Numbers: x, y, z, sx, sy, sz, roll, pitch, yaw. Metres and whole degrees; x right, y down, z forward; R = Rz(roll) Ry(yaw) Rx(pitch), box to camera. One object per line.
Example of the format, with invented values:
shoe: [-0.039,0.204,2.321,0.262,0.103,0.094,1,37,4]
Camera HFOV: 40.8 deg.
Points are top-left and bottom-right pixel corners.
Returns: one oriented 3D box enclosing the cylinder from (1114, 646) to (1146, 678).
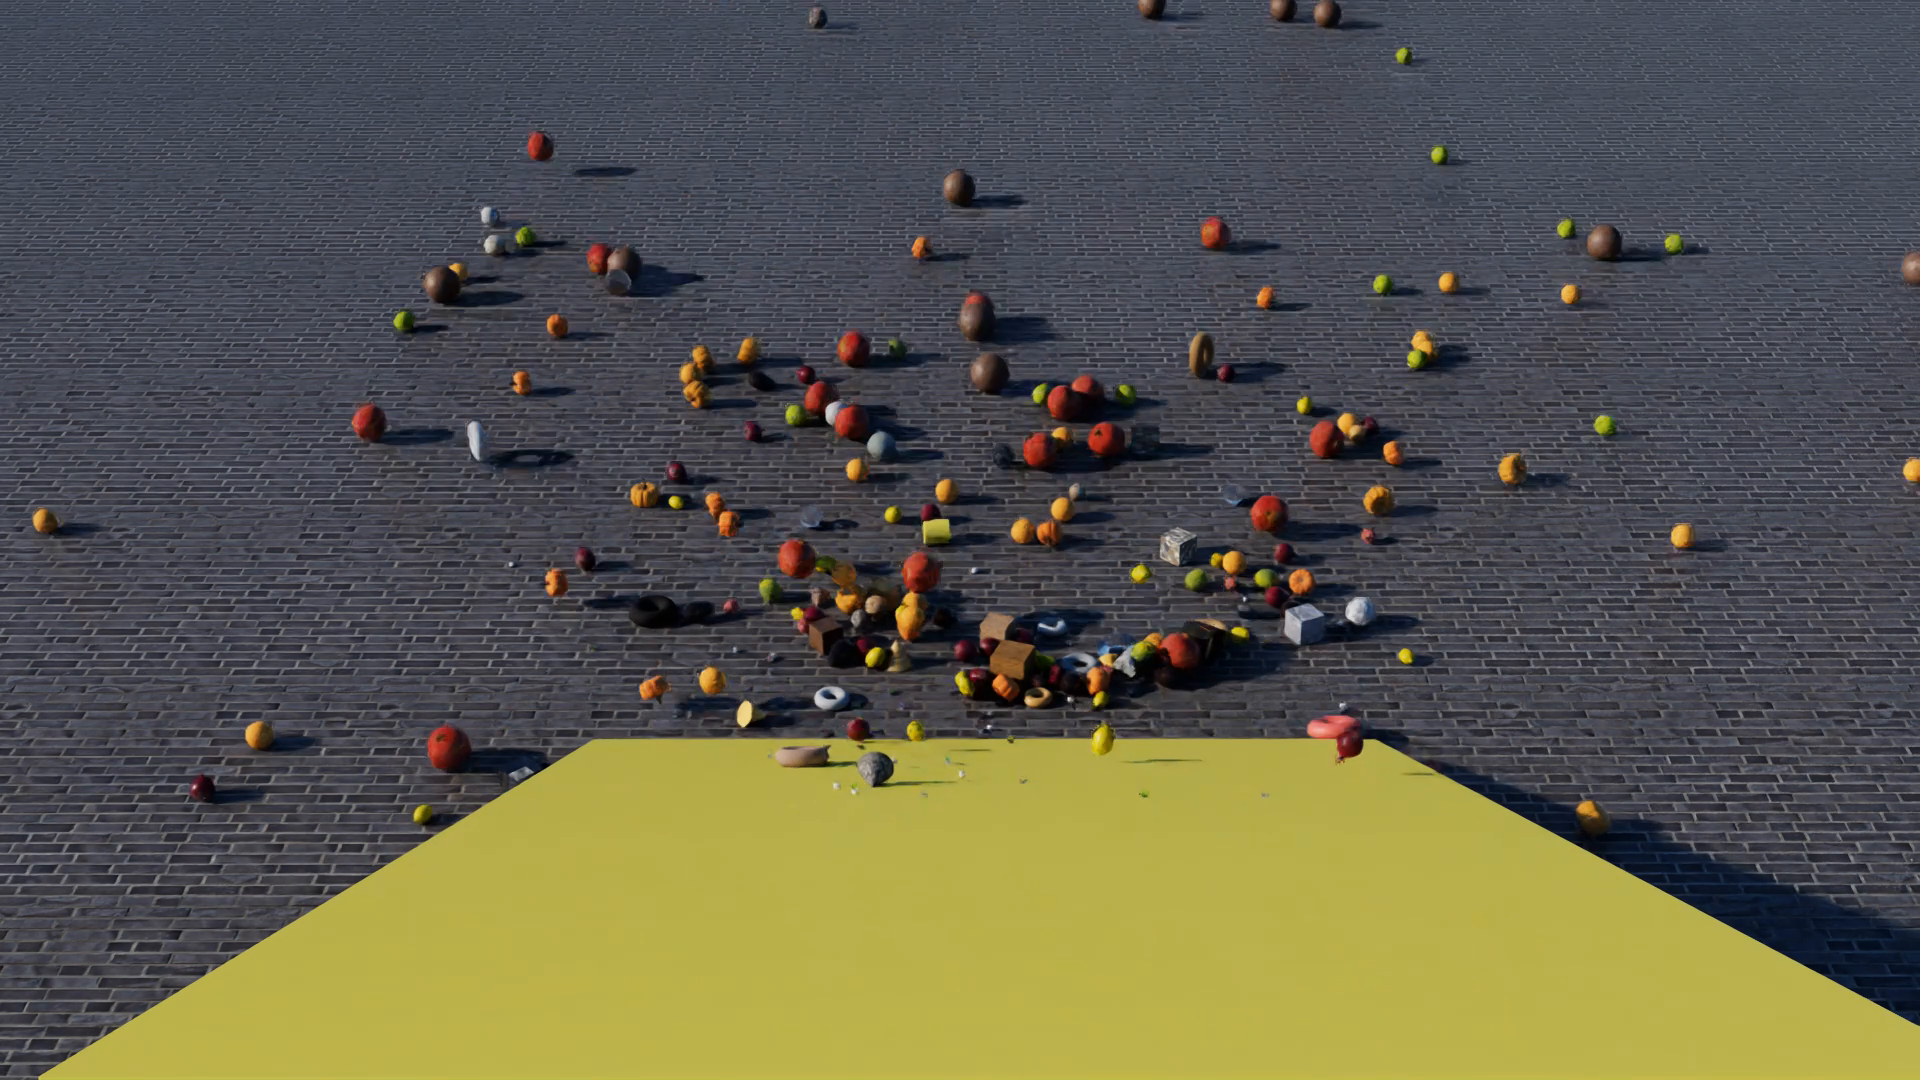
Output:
cylinder: [0.465,0.334,7.052,0.065,0.065,0.065,16,38,27]

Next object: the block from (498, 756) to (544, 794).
block: [-1.108,0.610,6.535,0.081,0.081,0.081,-24,37,-37]

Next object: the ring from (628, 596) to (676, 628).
ring: [-0.870,0.202,7.323,0.136,0.045,0.136,-1,30,0]

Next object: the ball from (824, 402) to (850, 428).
ball: [-0.397,-0.407,8.399,0.085,0.085,0.085,0,29,0]

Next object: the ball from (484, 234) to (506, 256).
ball: [-1.741,-1.104,9.681,0.081,0.081,0.081,0,29,0]

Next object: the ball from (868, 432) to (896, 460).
ball: [-0.248,-0.298,8.193,0.091,0.091,0.091,0,29,0]

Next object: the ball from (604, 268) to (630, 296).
ball: [-1.240,-0.934,9.353,0.097,0.097,0.097,0,29,0]

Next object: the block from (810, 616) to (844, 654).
block: [-0.371,0.265,7.182,0.069,0.069,0.069,-19,34,-30]

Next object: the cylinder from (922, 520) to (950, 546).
cylinder: [-0.070,-0.024,7.707,0.073,0.073,0.073,-5,29,-9]

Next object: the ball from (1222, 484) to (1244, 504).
ball: [0.839,-0.141,7.930,0.066,0.066,0.066,0,29,0]

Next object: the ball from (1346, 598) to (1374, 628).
ball: [1.127,0.205,7.278,0.082,0.082,0.082,0,29,0]

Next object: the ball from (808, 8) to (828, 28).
ball: [-0.666,-2.455,12.148,0.094,0.094,0.094,0,29,0]

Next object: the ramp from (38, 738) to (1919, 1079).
ramp: [0.064,0.576,4.620,2.000,0.100,4.000,0,0,0]

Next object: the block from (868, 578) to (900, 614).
block: [-0.216,0.158,7.379,0.068,0.068,0.068,15,32,25]

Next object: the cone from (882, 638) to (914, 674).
cone: [-0.171,0.304,7.088,0.090,0.090,0.090,0,29,0]

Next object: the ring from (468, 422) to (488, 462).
ring: [-1.521,-0.311,8.159,0.044,0.131,0.131,-9,29,-24]

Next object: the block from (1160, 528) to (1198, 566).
block: [0.645,0.020,7.624,0.076,0.076,0.076,-25,37,-37]

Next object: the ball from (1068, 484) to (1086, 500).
ball: [0.360,-0.148,7.957,0.052,0.052,0.052,0,29,0]

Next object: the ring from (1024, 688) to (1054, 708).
ring: [0.210,0.423,6.936,0.081,0.027,0.081,-1,29,0]

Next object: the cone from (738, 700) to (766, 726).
cone: [-0.542,0.466,6.852,0.070,0.070,0.070,14,17,-36]

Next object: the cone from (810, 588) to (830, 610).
cone: [-0.404,0.177,7.386,0.058,0.058,0.058,4,57,7]

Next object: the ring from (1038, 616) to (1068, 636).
ring: [0.260,0.243,7.264,0.086,0.029,0.086,-1,29,1]

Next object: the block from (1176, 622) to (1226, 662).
block: [0.662,0.279,7.108,0.087,0.087,0.087,19,11,31]

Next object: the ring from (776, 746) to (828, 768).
ring: [-0.360,0.496,5.916,0.122,0.041,0.122,-1,1,0]

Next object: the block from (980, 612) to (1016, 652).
block: [0.105,0.258,7.187,0.076,0.076,0.076,12,31,20]

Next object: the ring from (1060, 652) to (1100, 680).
ring: [0.328,0.347,7.064,0.115,0.038,0.115,1,29,-1]

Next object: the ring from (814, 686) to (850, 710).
ring: [-0.343,0.425,6.927,0.094,0.031,0.094,0,30,0]

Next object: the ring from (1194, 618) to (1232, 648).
ring: [0.692,0.264,7.210,0.134,0.045,0.134,-1,29,0]

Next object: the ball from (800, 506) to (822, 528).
ball: [-0.450,-0.068,7.796,0.065,0.065,0.065,0,29,0]

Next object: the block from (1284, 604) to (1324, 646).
block: [0.962,0.236,7.224,0.078,0.078,0.078,-14,32,-25]

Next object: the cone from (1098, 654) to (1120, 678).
cone: [0.412,0.353,7.062,0.063,0.063,0.063,-5,56,-9]

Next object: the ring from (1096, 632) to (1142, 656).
ring: [0.440,0.298,7.149,0.126,0.042,0.126,-1,29,1]

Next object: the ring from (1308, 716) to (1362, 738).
ring: [0.979,0.492,6.754,0.143,0.048,0.143,-3,8,0]

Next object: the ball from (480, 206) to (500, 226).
ball: [-1.808,-1.247,9.951,0.075,0.075,0.075,0,29,0]

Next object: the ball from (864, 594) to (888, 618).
ball: [-0.236,0.189,7.320,0.069,0.069,0.069,0,29,0]

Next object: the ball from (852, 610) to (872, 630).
ball: [-0.278,0.223,7.273,0.056,0.056,0.056,0,29,0]

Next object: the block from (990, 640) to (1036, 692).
block: [0.143,0.341,7.013,0.096,0.096,0.096,10,30,18]

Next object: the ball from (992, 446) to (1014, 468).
ball: [0.138,-0.262,8.148,0.070,0.070,0.070,0,29,0]

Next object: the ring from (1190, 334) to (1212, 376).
ring: [0.814,-0.627,8.740,0.049,0.146,0.146,8,29,24]

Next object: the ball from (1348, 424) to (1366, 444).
ball: [1.277,-0.340,8.302,0.060,0.060,0.060,0,29,0]
